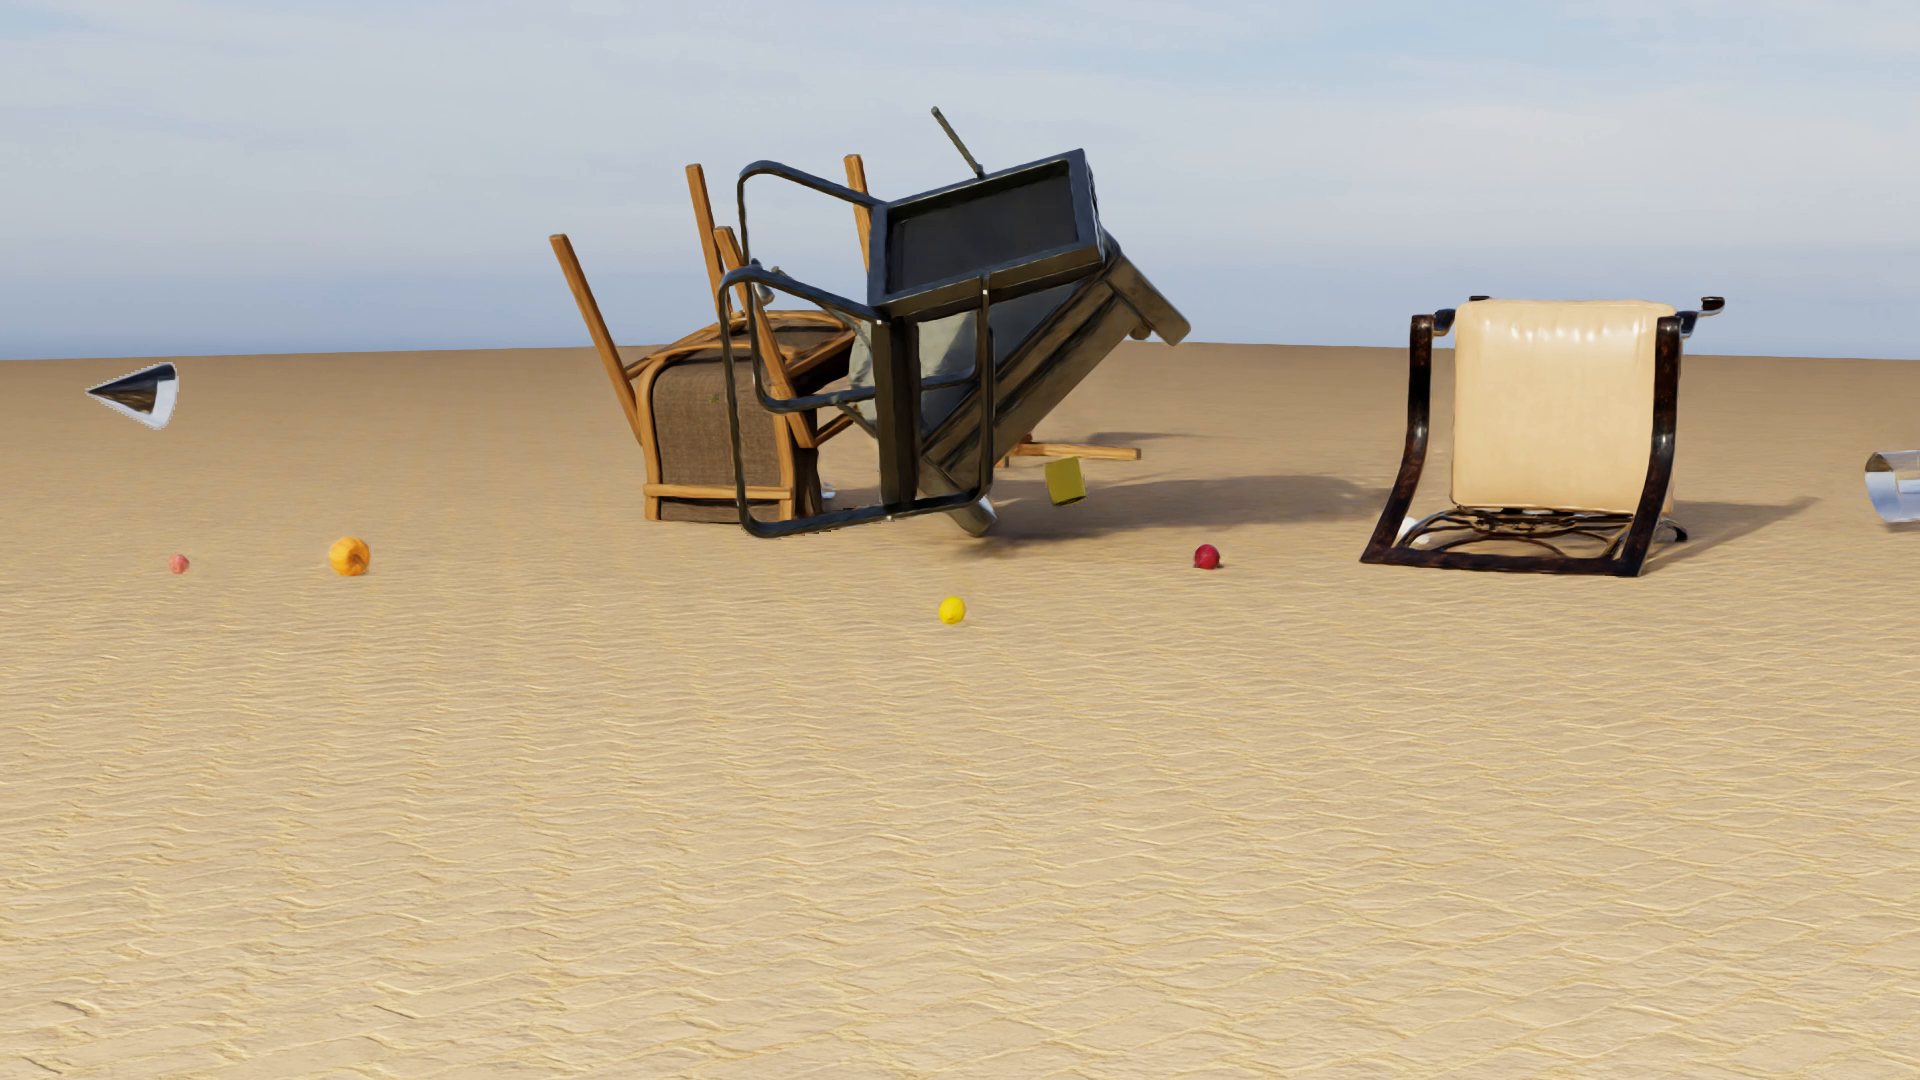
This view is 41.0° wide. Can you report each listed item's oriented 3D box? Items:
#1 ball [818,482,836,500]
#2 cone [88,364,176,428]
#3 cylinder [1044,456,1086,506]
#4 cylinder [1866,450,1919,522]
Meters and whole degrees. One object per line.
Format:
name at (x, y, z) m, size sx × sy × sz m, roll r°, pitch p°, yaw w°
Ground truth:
ball at (-0.392, -0.146, 7.581) m, size 0.050 × 0.050 × 0.050 m, roll 0°, pitch 6°, yaw 0°
cone at (-1.876, -0.329, 5.760) m, size 0.092 × 0.152 × 0.202 m, roll 26°, pitch 15°, yaw 33°
cylinder at (0.299, -0.165, 7.294) m, size 0.111 × 0.116 × 0.058 m, roll -19°, pitch -13°, yaw 33°
cylinder at (2.502, -0.143, 6.614) m, size 0.252 × 0.152 × 0.232 m, roll -3°, pitch 34°, yaw -3°
